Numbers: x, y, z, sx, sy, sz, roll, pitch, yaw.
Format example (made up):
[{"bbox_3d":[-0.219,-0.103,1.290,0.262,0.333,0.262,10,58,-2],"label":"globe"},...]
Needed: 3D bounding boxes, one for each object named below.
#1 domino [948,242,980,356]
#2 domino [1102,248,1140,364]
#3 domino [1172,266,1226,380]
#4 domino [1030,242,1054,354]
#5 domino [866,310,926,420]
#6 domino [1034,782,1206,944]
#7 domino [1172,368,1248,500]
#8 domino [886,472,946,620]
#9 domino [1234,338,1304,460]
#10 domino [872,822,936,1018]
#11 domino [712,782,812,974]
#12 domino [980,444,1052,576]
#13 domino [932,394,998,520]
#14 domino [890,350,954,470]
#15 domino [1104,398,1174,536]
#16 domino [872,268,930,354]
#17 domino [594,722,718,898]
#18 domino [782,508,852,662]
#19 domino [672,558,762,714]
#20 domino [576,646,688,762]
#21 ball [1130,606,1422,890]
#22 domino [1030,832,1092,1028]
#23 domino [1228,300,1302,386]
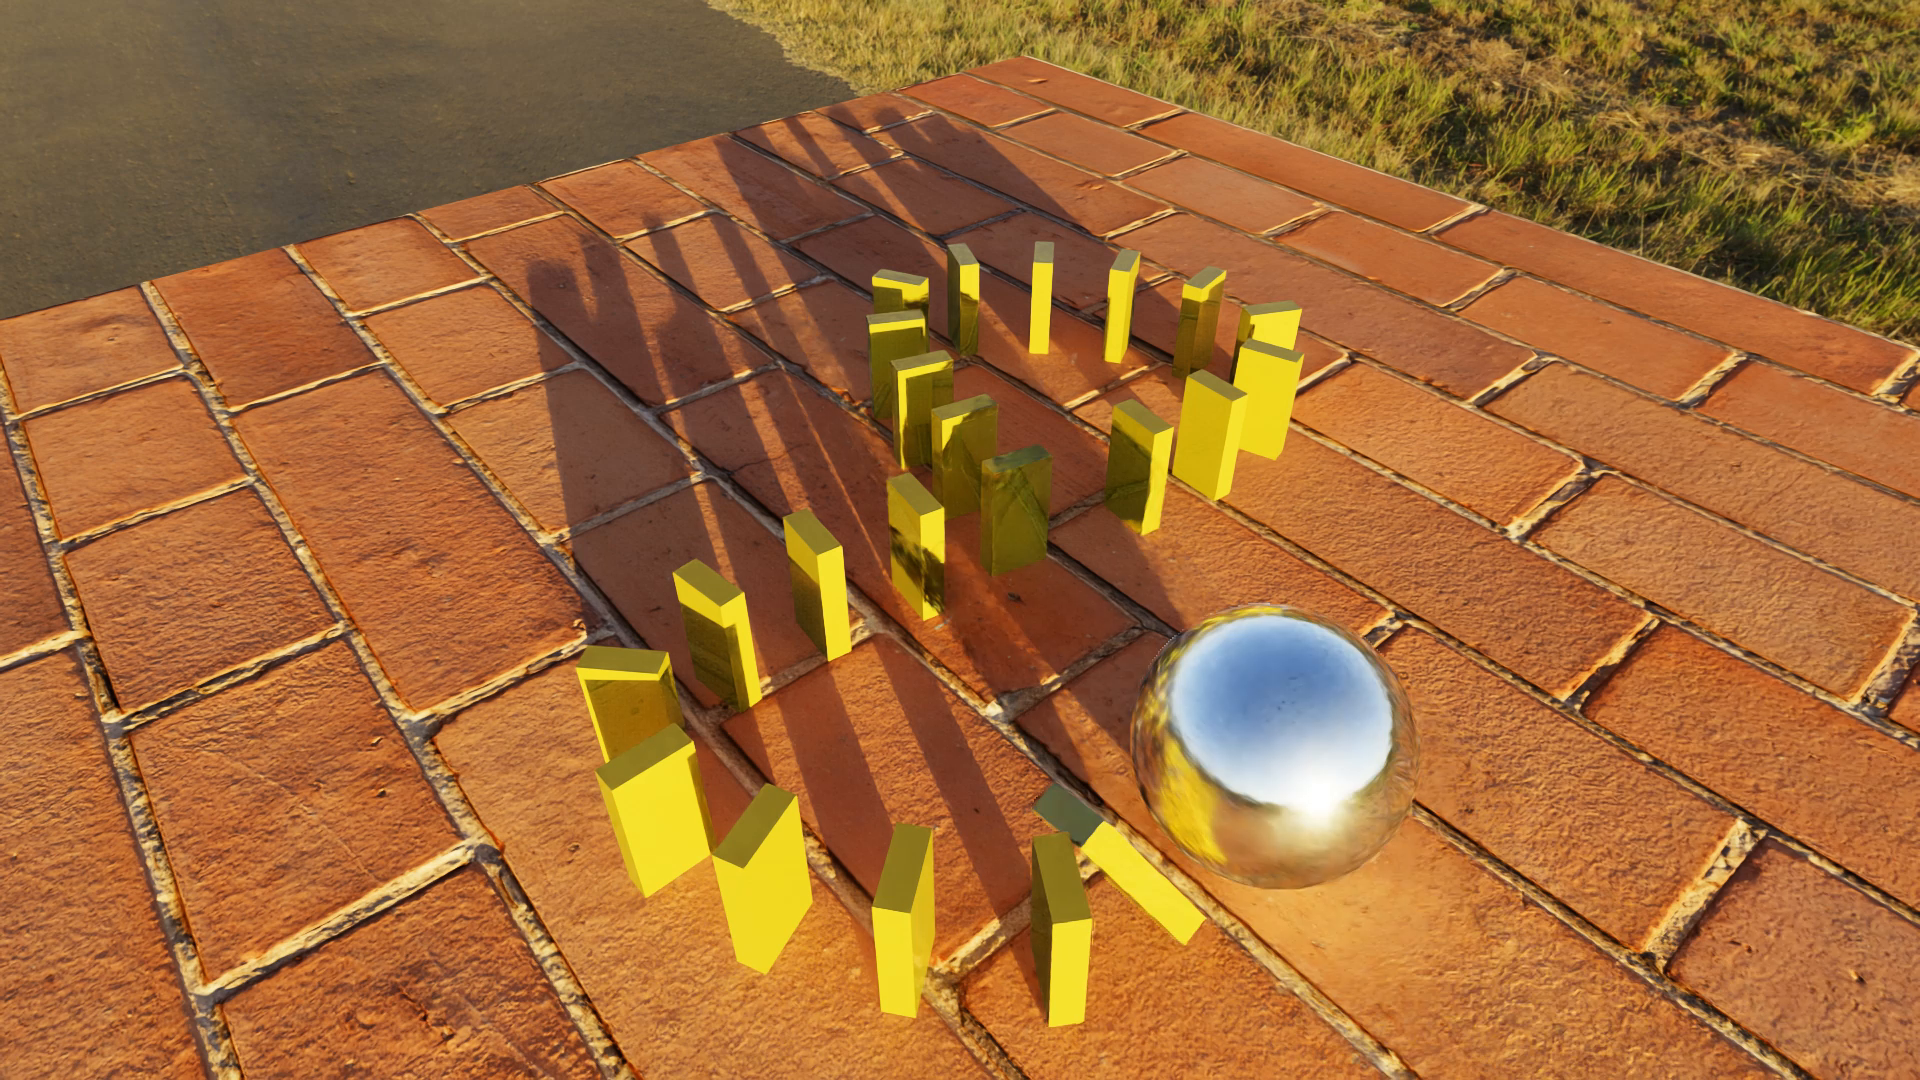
[{"bbox_3d":[0.001,-0.122,0.561,0.009,0.050,0.025,-10,40,-12],"label":"domino"},{"bbox_3d":[0.081,-0.118,0.555,0.009,0.050,0.025,13,41,15],"label":"domino"},{"bbox_3d":[0.117,-0.106,0.541,0.009,0.050,0.025,25,46,28],"label":"domino"},{"bbox_3d":[0.042,-0.124,0.563,0.010,0.050,0.025,3,39,4],"label":"domino"},{"bbox_3d":[-0.029,-0.081,0.510,0.025,0.050,0.010,-9,40,-10],"label":"domino"},{"bbox_3d":[0.044,0.088,0.301,0.010,0.050,0.025,-48,27,-9],"label":"domino"},{"bbox_3d":[0.105,-0.044,0.465,0.010,0.050,0.025,-26,46,-28],"label":"domino"},{"bbox_3d":[-0.016,0.003,0.408,0.009,0.050,0.025,-21,44,-23],"label":"domino"},{"bbox_3d":[0.134,-0.062,0.487,0.025,0.050,0.009,22,44,25],"label":"domino"},{"bbox_3d":[-0.014,0.100,0.289,0.009,0.050,0.025,7,40,9],"label":"domino"},{"bbox_3d":[-0.053,0.092,0.299,0.010,0.050,0.025,16,42,19],"label":"domino"},{"bbox_3d":[0.021,-0.011,0.425,0.025,0.050,0.009,-18,43,-21],"label":"domino"},{"bbox_3d":[0.002,-0.034,0.452,0.025,0.050,0.009,-19,43,-22],"label":"domino"},{"bbox_3d":[-0.016,-0.057,0.481,0.025,0.050,0.009,-15,42,-18],"label":"domino"},{"bbox_3d":[0.072,-0.029,0.447,0.010,0.050,0.025,-22,44,-25],"label":"domino"},{"bbox_3d":[-0.029,-0.106,0.541,0.025,0.050,0.009,15,42,18],"label":"domino"},{"bbox_3d":[-0.086,0.078,0.316,0.025,0.050,0.009,-30,48,-32],"label":"domino"},{"bbox_3d":[-0.051,0.016,0.392,0.009,0.050,0.025,-23,45,-26],"label":"domino"},{"bbox_3d":[-0.082,0.033,0.371,0.025,0.050,0.009,30,48,32],"label":"domino"},{"bbox_3d":[-0.101,0.055,0.344,0.025,0.050,0.010,4,39,5],"label":"domino"},{"bbox_3d":[0.089,0.059,0.316,0.080,0.080,0.080,0,39,0],"label":"ball"},{"bbox_3d":[0.026,0.102,0.287,0.010,0.050,0.025,-7,40,-5],"label":"domino"},{"bbox_3d":[0.142,-0.087,0.517,0.025,0.050,0.009,-9,40,-11],"label":"domino"}]
